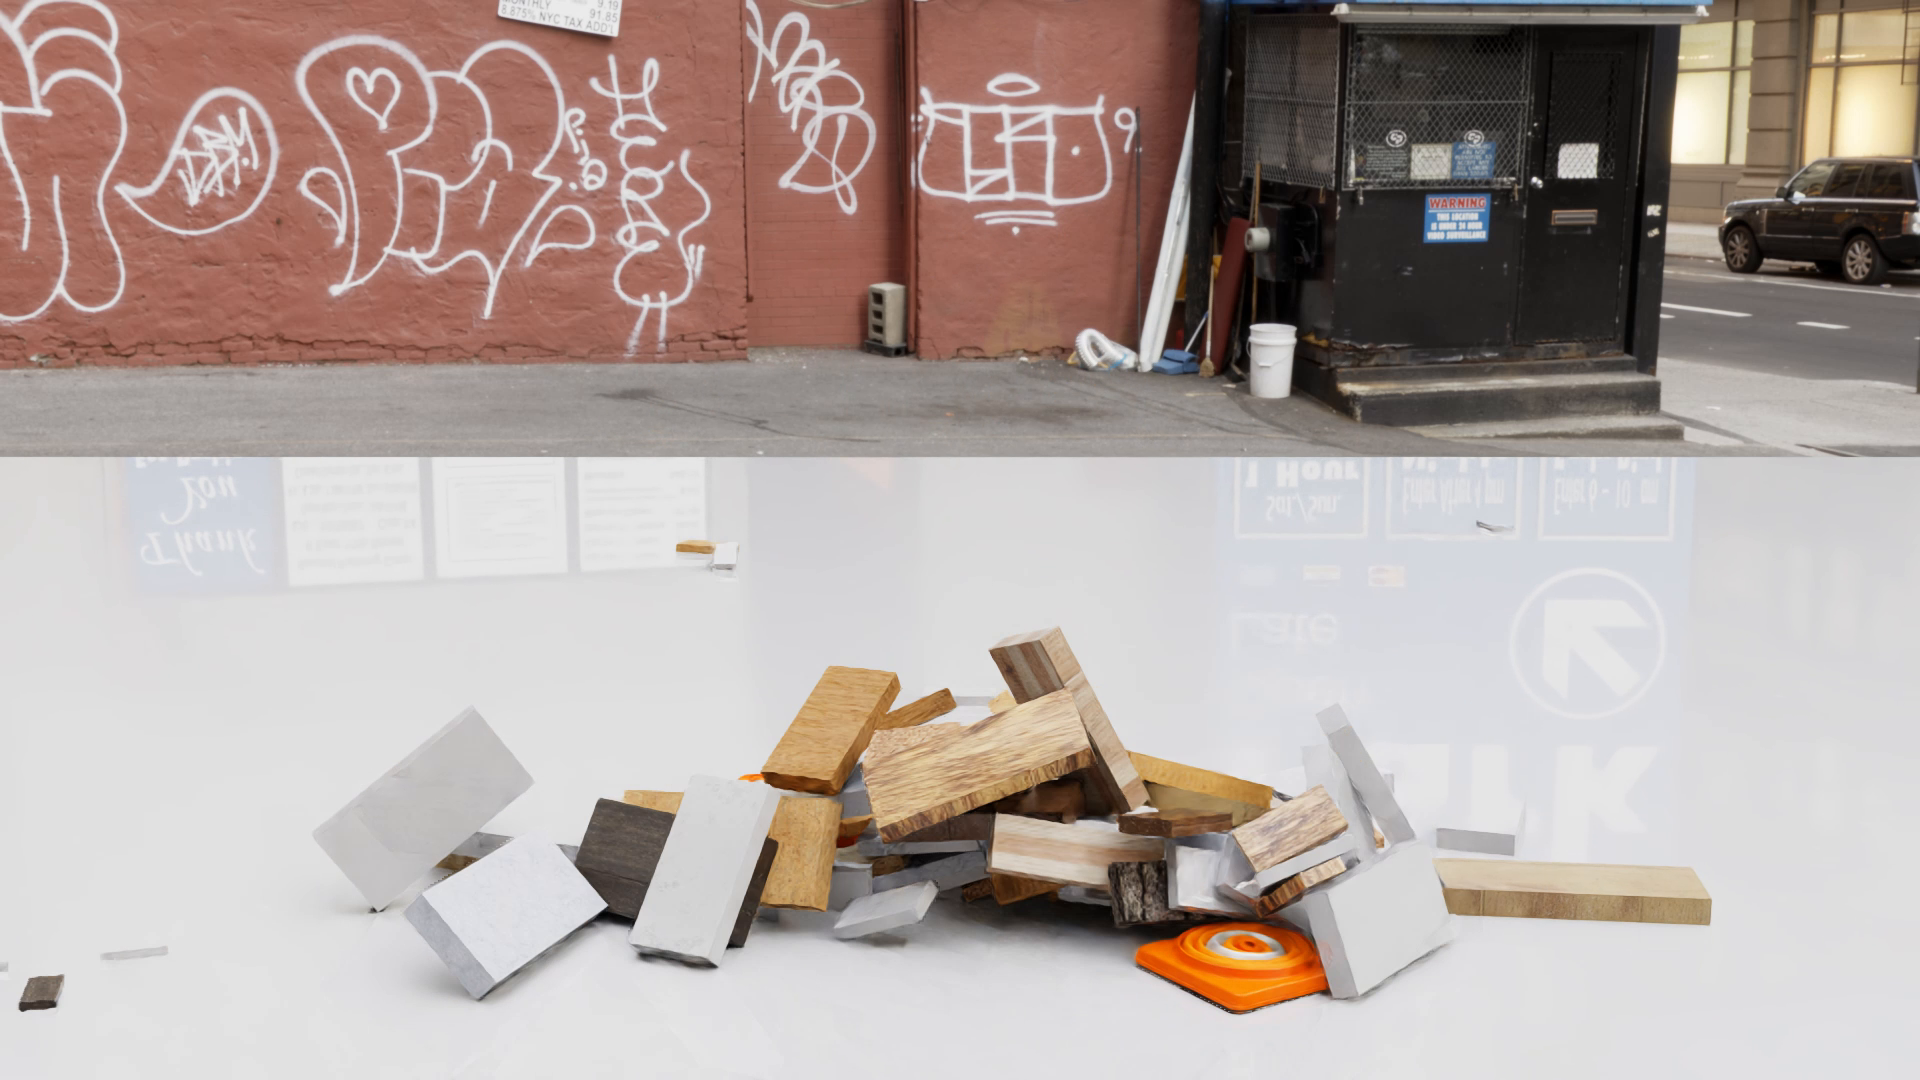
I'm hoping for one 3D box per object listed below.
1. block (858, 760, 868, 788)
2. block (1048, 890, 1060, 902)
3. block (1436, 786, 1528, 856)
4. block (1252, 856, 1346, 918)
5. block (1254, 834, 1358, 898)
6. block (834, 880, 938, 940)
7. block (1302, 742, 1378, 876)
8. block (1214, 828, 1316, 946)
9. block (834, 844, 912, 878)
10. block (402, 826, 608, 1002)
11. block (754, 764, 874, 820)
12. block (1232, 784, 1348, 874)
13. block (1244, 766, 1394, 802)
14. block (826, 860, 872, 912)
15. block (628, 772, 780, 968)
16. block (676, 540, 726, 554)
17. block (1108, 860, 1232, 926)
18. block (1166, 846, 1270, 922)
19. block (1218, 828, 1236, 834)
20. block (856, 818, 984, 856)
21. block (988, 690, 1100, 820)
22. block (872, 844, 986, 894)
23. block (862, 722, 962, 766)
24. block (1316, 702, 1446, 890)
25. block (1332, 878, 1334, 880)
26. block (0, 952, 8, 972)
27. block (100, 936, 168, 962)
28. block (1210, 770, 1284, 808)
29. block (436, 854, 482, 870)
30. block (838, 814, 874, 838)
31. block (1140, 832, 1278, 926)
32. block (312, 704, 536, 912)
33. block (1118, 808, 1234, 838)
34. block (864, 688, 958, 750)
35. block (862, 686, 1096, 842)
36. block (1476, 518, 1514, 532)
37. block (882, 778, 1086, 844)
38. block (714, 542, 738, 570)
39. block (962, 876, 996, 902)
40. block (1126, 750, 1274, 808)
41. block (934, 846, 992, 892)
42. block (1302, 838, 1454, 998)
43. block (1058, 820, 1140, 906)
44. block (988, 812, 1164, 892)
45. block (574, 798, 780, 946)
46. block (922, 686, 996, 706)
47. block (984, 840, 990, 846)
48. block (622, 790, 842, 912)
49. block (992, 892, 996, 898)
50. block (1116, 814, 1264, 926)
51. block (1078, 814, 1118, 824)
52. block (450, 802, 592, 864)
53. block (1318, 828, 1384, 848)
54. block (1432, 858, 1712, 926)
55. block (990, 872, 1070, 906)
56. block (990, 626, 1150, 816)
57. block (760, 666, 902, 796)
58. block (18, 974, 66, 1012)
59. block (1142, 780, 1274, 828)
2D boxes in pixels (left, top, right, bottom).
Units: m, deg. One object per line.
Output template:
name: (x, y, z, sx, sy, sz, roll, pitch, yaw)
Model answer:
block: (0.006, 0.347, 3.587, 0.307, 0.043, 0.153, -8, 11, 28)
block: (0.206, 0.563, 3.638, 0.116, 0.016, 0.058, -20, 13, 16)
block: (0.952, 0.508, 4.003, 0.135, 0.038, 0.271, 3, 11, 18)
block: (0.509, 0.523, 3.305, 0.078, 0.022, 0.157, -18, -19, -28)
block: (0.518, 0.489, 3.300, 0.157, 0.022, 0.078, -23, -21, -2)
block: (-0.116, 0.580, 3.448, 0.157, 0.022, 0.078, -19, 18, 30)
block: (0.615, 0.457, 3.521, 0.044, 0.155, 0.310, -14, -33, 17)
block: (0.491, 0.538, 3.410, 0.199, 0.099, 0.028, 32, -34, -16)
block: (-0.184, 0.541, 3.673, 0.203, 0.029, 0.102, -15, 10, 11)
block: (-0.690, 0.566, 3.371, 0.048, 0.171, 0.342, -44, -6, 21)
block: (-0.158, 0.416, 3.674, 0.539, 0.043, 0.153, -11, 10, 16)
block: (0.504, 0.443, 3.354, 0.157, 0.078, 0.022, -28, -31, -5)
block: (0.687, 0.470, 4.211, 0.271, 0.038, 0.135, -8, 13, -35)
block: (-0.221, 0.564, 3.596, 0.157, 0.078, 0.022, 3, 12, 18)
block: (-0.396, 0.510, 3.421, 0.145, 0.290, 0.041, 5, -29, 26)
block: (-0.770, 0.022, 6.666, 0.159, 0.023, 0.080, 5, 12, 24)
block: (0.324, 0.544, 3.394, 0.186, 0.093, 0.026, 2, -21, -21)
block: (0.406, 0.532, 3.396, 0.186, 0.093, 0.026, 12, -27, -26)
block: (0.497, 0.498, 3.752, 0.199, 0.028, 0.099, -10, -2, 5)
block: (-0.058, 0.486, 3.636, 0.203, 0.029, 0.102, -5, 12, 15)
block: (0.170, 0.412, 3.889, 0.044, 0.155, 0.310, -37, 50, -6)
block: (-0.058, 0.537, 3.658, 0.203, 0.029, 0.102, -16, 10, 2)
block: (-0.076, 0.336, 3.542, 0.157, 0.022, 0.078, -9, 39, 27)
block: (0.690, 0.427, 3.618, 0.044, 0.313, 0.157, -30, 6, 6)
block: (0.671, 0.563, 3.752, 0.165, 0.023, 0.082, 0, 11, 1)
block: (-1.490, 0.641, 3.356, 0.049, 0.014, 0.098, -7, 13, -34)
block: (-1.278, 0.632, 3.403, 0.098, 0.014, 0.049, -4, 11, -18)
block: (0.492, 0.489, 4.105, 0.135, 0.038, 0.271, -5, 12, -24)
block: (-0.782, 0.536, 3.832, 0.504, 0.046, 0.162, 4, 11, 23)
block: (-0.218, 0.480, 3.880, 0.088, 0.025, 0.175, -9, 17, -39)
block: (0.406, 0.529, 3.470, 0.252, 0.126, 0.036, 8, -24, -2)
block: (-0.878, 0.438, 3.607, 0.325, 0.162, 0.046, -40, 20, -13)
block: (0.335, 0.437, 3.402, 0.093, 0.026, 0.186, 0, -2, 36)
block: (-0.139, 0.326, 3.771, 0.264, 0.037, 0.132, -23, -5, -9)
block: (0.028, 0.348, 3.417, 0.349, 0.037, 0.132, -21, 44, 4)
block: (1.713, -0.046, 7.045, 0.064, 0.018, 0.129, -3, 11, -15)
block: (0.039, 0.443, 3.598, 0.307, 0.043, 0.153, -4, 12, 17)
block: (-0.683, 0.047, 6.425, 0.064, 0.018, 0.129, -4, 28, 0)
block: (0.085, 0.546, 3.662, 0.173, 0.024, 0.086, -22, 11, 2)
block: (0.374, 0.405, 3.756, 0.290, 0.041, 0.145, 16, -7, -24)
block: (-0.025, 0.555, 3.659, 0.173, 0.024, 0.086, -16, 10, 3)
block: (0.638, 0.570, 3.334, 0.044, 0.157, 0.313, -19, -4, 39)
block: (0.292, 0.527, 3.534, 0.252, 0.126, 0.036, 5, -23, 11)
block: (0.181, 0.489, 3.409, 0.273, 0.088, 0.025, 11, -26, -10)
block: (-0.466, 0.529, 3.525, 0.342, 0.171, 0.048, 7, -21, 32)
block: (-0.001, 0.349, 4.903, 0.159, 0.023, 0.080, 1, 11, 4)
block: (0.007, 0.465, 3.842, 0.088, 0.176, 0.025, -6, 15, -10)
block: (-0.385, 0.502, 3.572, 0.390, 0.171, 0.048, -1, -19, 26)
block: (0.111, 0.569, 3.660, 0.116, 0.016, 0.058, -12, 10, 11)
block: (0.373, 0.533, 3.559, 0.262, 0.126, 0.036, 9, -23, 13)
block: (0.278, 0.495, 3.631, 0.164, 0.023, 0.082, -2, 55, 8)
block: (-0.733, 0.503, 3.757, 0.325, 0.046, 0.162, 4, 11, 22)
block: (0.687, 0.532, 3.930, 0.129, 0.018, 0.064, -1, 11, -7)
block: (0.998, 0.577, 3.620, 0.428, 0.044, 0.157, 1, 11, 7)
block: (0.111, 0.538, 3.506, 0.115, 0.058, 0.016, -17, -32, 4)
block: (0.179, 0.301, 3.617, 0.044, 0.324, 0.155, -33, 10, -32)
block: (-0.214, 0.316, 3.683, 0.132, 0.037, 0.264, 4, 40, 27)
block: (-1.347, 0.665, 3.228, 0.049, 0.014, 0.098, -3, 11, -14)
block: (0.440, 0.451, 3.641, 0.145, 0.041, 0.308, 19, -8, -42)
